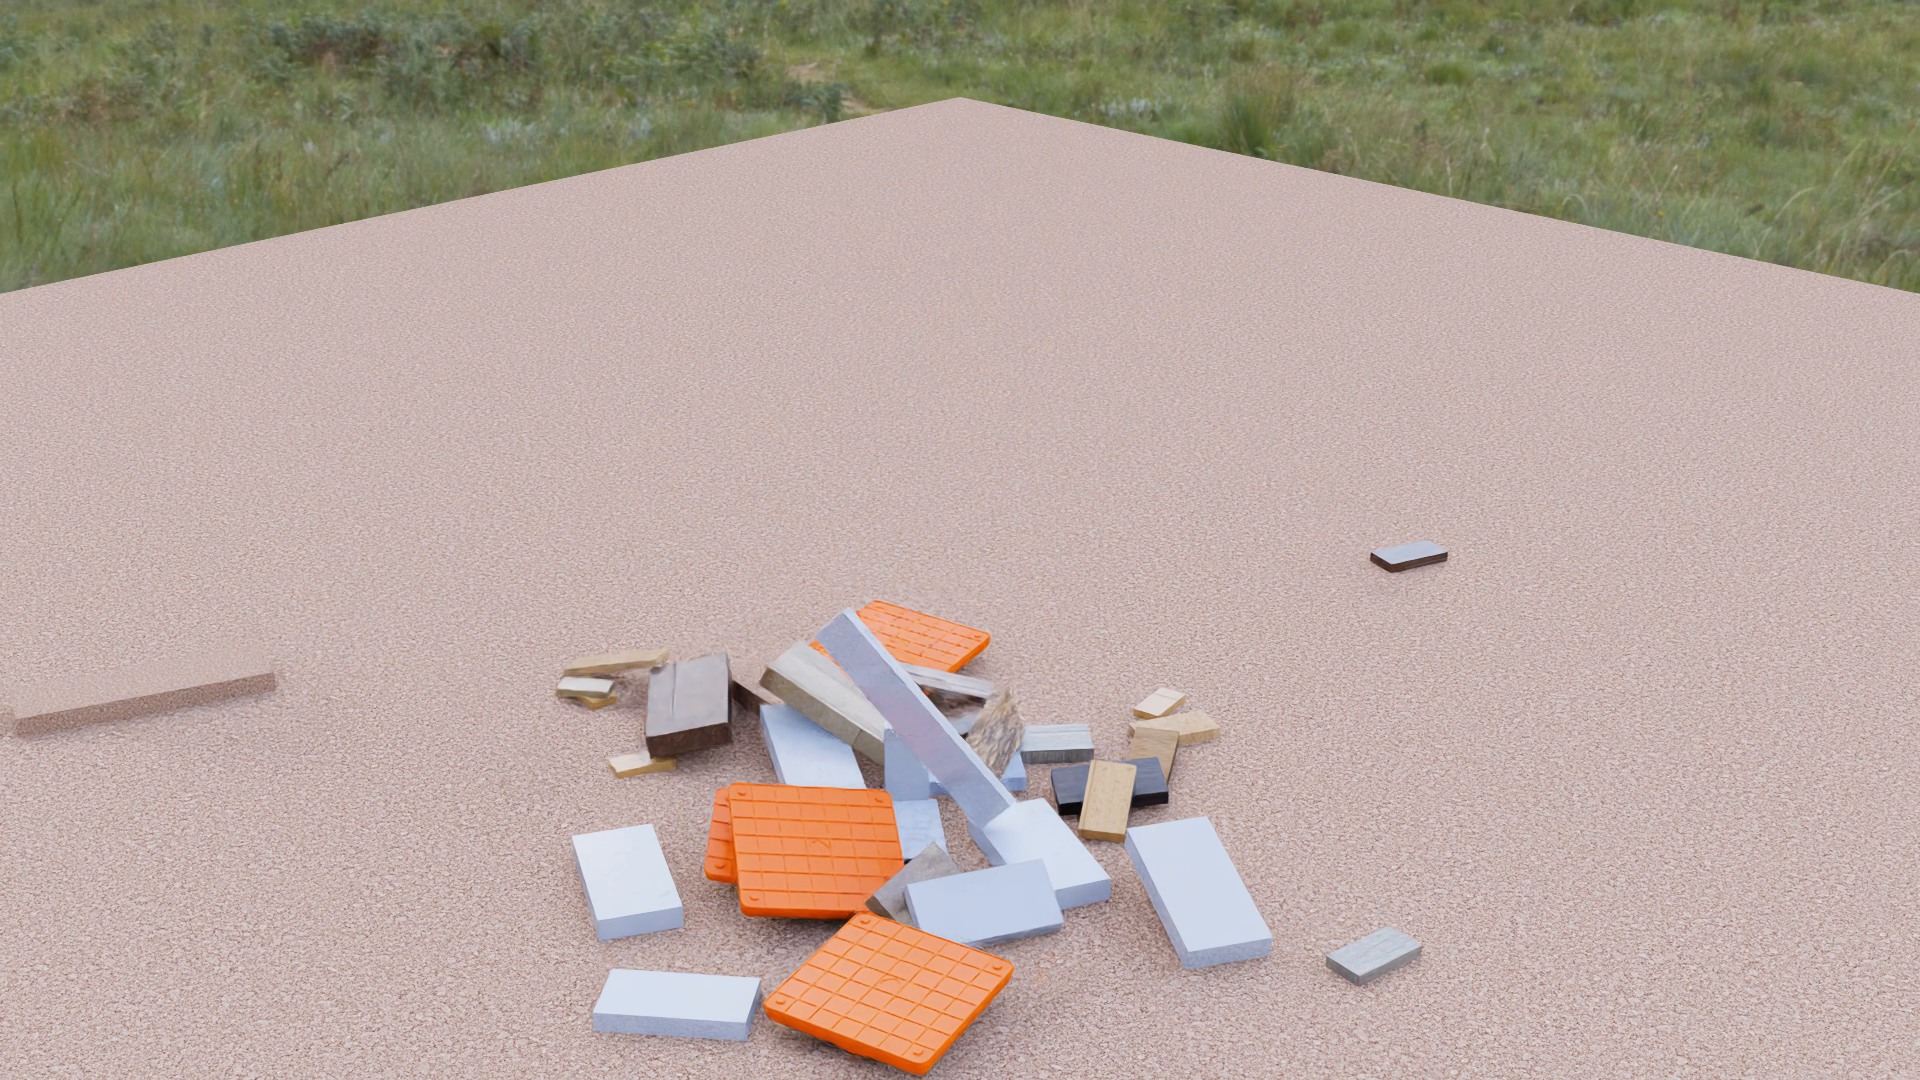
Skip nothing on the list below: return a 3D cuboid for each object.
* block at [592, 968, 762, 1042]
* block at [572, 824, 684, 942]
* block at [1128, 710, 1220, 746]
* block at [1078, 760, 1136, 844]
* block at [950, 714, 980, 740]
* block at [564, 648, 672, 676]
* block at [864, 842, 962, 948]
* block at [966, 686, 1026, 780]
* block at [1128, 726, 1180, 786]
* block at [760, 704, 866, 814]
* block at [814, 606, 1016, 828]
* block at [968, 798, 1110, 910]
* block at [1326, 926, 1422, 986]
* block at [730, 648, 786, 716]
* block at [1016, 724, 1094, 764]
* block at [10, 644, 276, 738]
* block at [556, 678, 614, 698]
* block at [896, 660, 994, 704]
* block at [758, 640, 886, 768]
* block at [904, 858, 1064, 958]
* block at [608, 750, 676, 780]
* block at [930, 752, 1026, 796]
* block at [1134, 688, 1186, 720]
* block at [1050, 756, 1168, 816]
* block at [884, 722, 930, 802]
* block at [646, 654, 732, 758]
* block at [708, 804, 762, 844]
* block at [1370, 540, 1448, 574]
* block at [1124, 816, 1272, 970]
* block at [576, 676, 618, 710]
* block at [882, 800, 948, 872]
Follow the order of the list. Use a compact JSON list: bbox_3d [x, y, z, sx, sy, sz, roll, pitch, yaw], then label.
[{"bbox_3d":[-0.489,0.805,3.814,0.265,0.038,0.133,2,23,6],"label":"block"},{"bbox_3d":[-0.634,0.647,4.180,0.158,0.045,0.315,-7,24,-16],"label":"block"},{"bbox_3d":[0.464,0.412,4.756,0.177,0.025,0.089,-8,24,-19],"label":"block"},{"bbox_3d":[0.297,0.524,4.414,0.093,0.026,0.185,6,43,9],"label":"block"},{"bbox_3d":[0.023,0.407,4.779,0.126,0.018,0.063,-14,27,-30],"label":"block"},{"bbox_3d":[-0.777,0.278,4.987,0.260,0.018,0.064,-7,17,29],"label":"block"},{"bbox_3d":[-0.076,0.658,4.090,0.110,0.031,0.220,48,36,6],"label":"block"},{"bbox_3d":[0.069,0.417,4.550,0.032,0.112,0.281,-16,17,22],"label":"block"},{"bbox_3d":[0.400,0.460,4.608,0.093,0.026,0.185,5,32,12],"label":"block"},{"bbox_3d":[-0.308,0.447,4.578,0.158,0.045,0.315,-4,32,-16],"label":"block"},{"bbox_3d":[-0.088,0.348,4.294,0.498,0.093,0.026,49,33,0],"label":"block"},{"bbox_3d":[0.150,0.610,4.263,0.163,0.046,0.326,-8,24,-19],"label":"block"},{"bbox_3d":[0.746,0.750,3.965,0.162,0.023,0.081,-16,28,-34],"label":"block"},{"bbox_3d":[-0.373,0.346,4.883,0.173,0.049,0.347,-17,28,-34],"label":"block"},{"bbox_3d":[0.167,0.436,4.692,0.224,0.032,0.112,-2,23,-4],"label":"block"},{"bbox_3d":[-1.823,0.335,4.915,0.543,0.045,0.158,-10,25,-23],"label":"block"},{"bbox_3d":[-0.837,0.330,4.915,0.116,0.016,0.058,3,23,7],"label":"block"},{"bbox_3d":[-0.045,0.316,4.877,0.249,0.018,0.063,13,34,-15],"label":"block"},{"bbox_3d":[-0.240,0.352,4.656,0.346,0.049,0.173,33,24,8],"label":"block"},{"bbox_3d":[0.044,0.675,4.034,0.266,0.038,0.133,-8,58,-18],"label":"block"},{"bbox_3d":[-0.671,0.469,4.631,0.128,0.018,0.064,-11,25,-24],"label":"block"},{"bbox_3d":[0.021,0.486,4.576,0.220,0.031,0.110,-3,23,-6],"label":"block"},{"bbox_3d":[0.443,0.366,4.876,0.063,0.018,0.126,15,27,31],"label":"block"},{"bbox_3d":[0.305,0.502,4.492,0.224,0.032,0.112,-6,34,-4],"label":"block"},{"bbox_3d":[-0.107,0.458,4.422,0.089,0.201,0.025,-3,25,-6],"label":"block"},{"bbox_3d":[-0.584,0.355,4.756,0.173,0.049,0.346,-11,22,-2],"label":"block"},{"bbox_3d":[-0.449,0.568,4.400,0.058,0.016,0.116,-15,27,-31],"label":"block"},{"bbox_3d":[1.150,0.042,5.630,0.177,0.025,0.089,-11,25,-24],"label":"block"},{"bbox_3d":[0.438,0.650,4.076,0.163,0.046,0.326,-7,37,-15],"label":"block"},{"bbox_3d":[-0.826,0.342,4.931,0.064,0.018,0.128,-17,28,-34],"label":"block"},{"bbox_3d":[-0.090,0.583,4.346,0.110,0.031,0.220,-3,23,-6],"label":"block"}]
